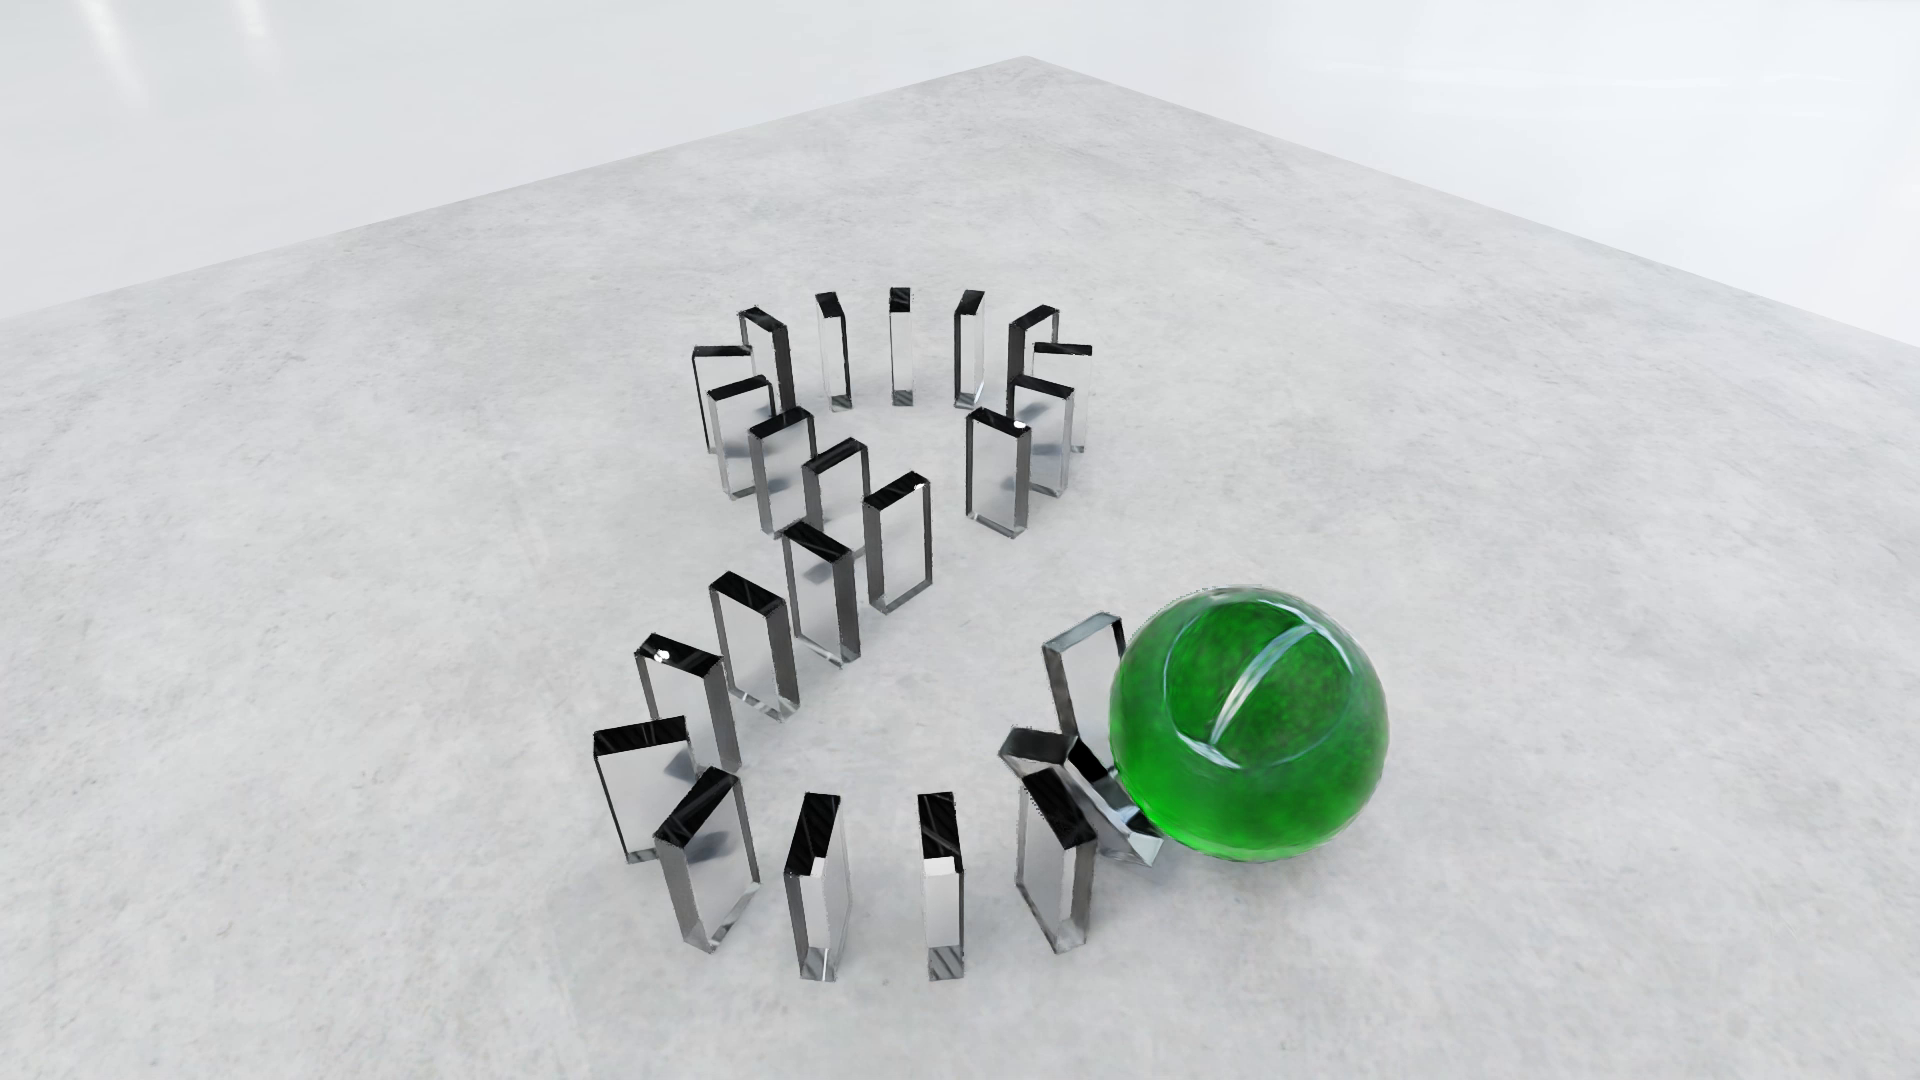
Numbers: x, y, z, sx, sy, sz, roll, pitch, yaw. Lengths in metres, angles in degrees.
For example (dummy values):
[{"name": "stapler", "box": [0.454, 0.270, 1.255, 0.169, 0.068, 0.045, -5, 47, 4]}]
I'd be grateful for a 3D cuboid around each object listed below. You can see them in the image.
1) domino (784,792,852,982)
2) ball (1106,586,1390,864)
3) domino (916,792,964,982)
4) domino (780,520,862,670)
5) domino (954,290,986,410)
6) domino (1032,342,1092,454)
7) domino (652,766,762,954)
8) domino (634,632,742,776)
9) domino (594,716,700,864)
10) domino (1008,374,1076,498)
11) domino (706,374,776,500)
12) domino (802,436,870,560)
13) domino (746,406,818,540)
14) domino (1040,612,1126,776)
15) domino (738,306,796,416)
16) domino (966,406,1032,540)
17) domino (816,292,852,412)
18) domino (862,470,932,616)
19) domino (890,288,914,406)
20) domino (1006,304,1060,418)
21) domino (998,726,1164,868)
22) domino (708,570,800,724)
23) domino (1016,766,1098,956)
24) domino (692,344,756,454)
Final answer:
[{"name": "domino", "box": [-0.038, 0.094, 0.296, 0.010, 0.050, 0.025, 4, 40, 5]}, {"name": "ball", "box": [0.083, 0.053, 0.323, 0.080, 0.080, 0.080, 0, 39, 0]}, {"name": "domino", "box": [-0.005, 0.094, 0.297, 0.010, 0.050, 0.025, -4, 40, -5]}, {"name": "domino", "box": [-0.049, 0.020, 0.387, 0.025, 0.050, 0.009, 28, 47, 30]}, {"name": "domino", "box": [0.005, -0.090, 0.521, 0.009, 0.050, 0.025, 8, 40, 9]}, {"name": "domino", "box": [0.044, -0.063, 0.488, 0.025, 0.050, 0.009, 5, 40, 6]}, {"name": "domino", "box": [-0.069, 0.089, 0.303, 0.009, 0.050, 0.025, 17, 42, 20]}, {"name": "domino", "box": [-0.085, 0.054, 0.346, 0.025, 0.050, 0.010, 16, 42, 19]}, {"name": "domino", "box": [-0.089, 0.074, 0.321, 0.025, 0.050, 0.009, -9, 40, -11]}, {"name": "domino", "box": [0.034, -0.043, 0.465, 0.025, 0.050, 0.010, 19, 43, 21]}, {"name": "domino", "box": [-0.090, -0.043, 0.464, 0.025, 0.050, 0.010, -22, 44, -25]}, {"name": "domino", "box": [-0.047, -0.012, 0.426, 0.010, 0.050, 0.025, 30, 48, 32]}, {"name": "domino", "box": [-0.070, -0.027, 0.444, 0.025, 0.050, 0.010, -31, 48, -32]}, {"name": "domino", "box": [0.043, 0.051, 0.349, 0.025, 0.050, 0.009, -26, 23, -28]}, {"name": "domino", "box": [-0.089, -0.080, 0.509, 0.009, 0.050, 0.025, -30, 48, -31]}, {"name": "domino", "box": [0.015, -0.027, 0.444, 0.025, 0.050, 0.009, 27, 46, 29]}, {"name": "domino", "box": [-0.060, -0.088, 0.519, 0.010, 0.050, 0.025, -10, 40, -12]}, {"name": "domino", "box": [-0.023, 0.002, 0.410, 0.010, 0.050, 0.025, 31, 49, 32]}, {"name": "domino", "box": [-0.028, -0.092, 0.523, 0.009, 0.050, 0.025, -1, 39, -1]}, {"name": "domino", "box": [0.034, -0.081, 0.510, 0.009, 0.050, 0.025, 29, 47, 31]}, {"name": "domino", "box": [0.035, 0.074, 0.316, 0.025, 0.050, 0.010, -2, 45, 48]}, {"name": "domino", "box": [-0.068, 0.036, 0.367, 0.025, 0.050, 0.009, 24, 45, 26]}, {"name": "domino", "box": [0.026, 0.089, 0.303, 0.009, 0.050, 0.025, -16, 42, -18]}, {"name": "domino", "box": [-0.102, -0.062, 0.487, 0.025, 0.050, 0.010, -1, 39, -2]}]
